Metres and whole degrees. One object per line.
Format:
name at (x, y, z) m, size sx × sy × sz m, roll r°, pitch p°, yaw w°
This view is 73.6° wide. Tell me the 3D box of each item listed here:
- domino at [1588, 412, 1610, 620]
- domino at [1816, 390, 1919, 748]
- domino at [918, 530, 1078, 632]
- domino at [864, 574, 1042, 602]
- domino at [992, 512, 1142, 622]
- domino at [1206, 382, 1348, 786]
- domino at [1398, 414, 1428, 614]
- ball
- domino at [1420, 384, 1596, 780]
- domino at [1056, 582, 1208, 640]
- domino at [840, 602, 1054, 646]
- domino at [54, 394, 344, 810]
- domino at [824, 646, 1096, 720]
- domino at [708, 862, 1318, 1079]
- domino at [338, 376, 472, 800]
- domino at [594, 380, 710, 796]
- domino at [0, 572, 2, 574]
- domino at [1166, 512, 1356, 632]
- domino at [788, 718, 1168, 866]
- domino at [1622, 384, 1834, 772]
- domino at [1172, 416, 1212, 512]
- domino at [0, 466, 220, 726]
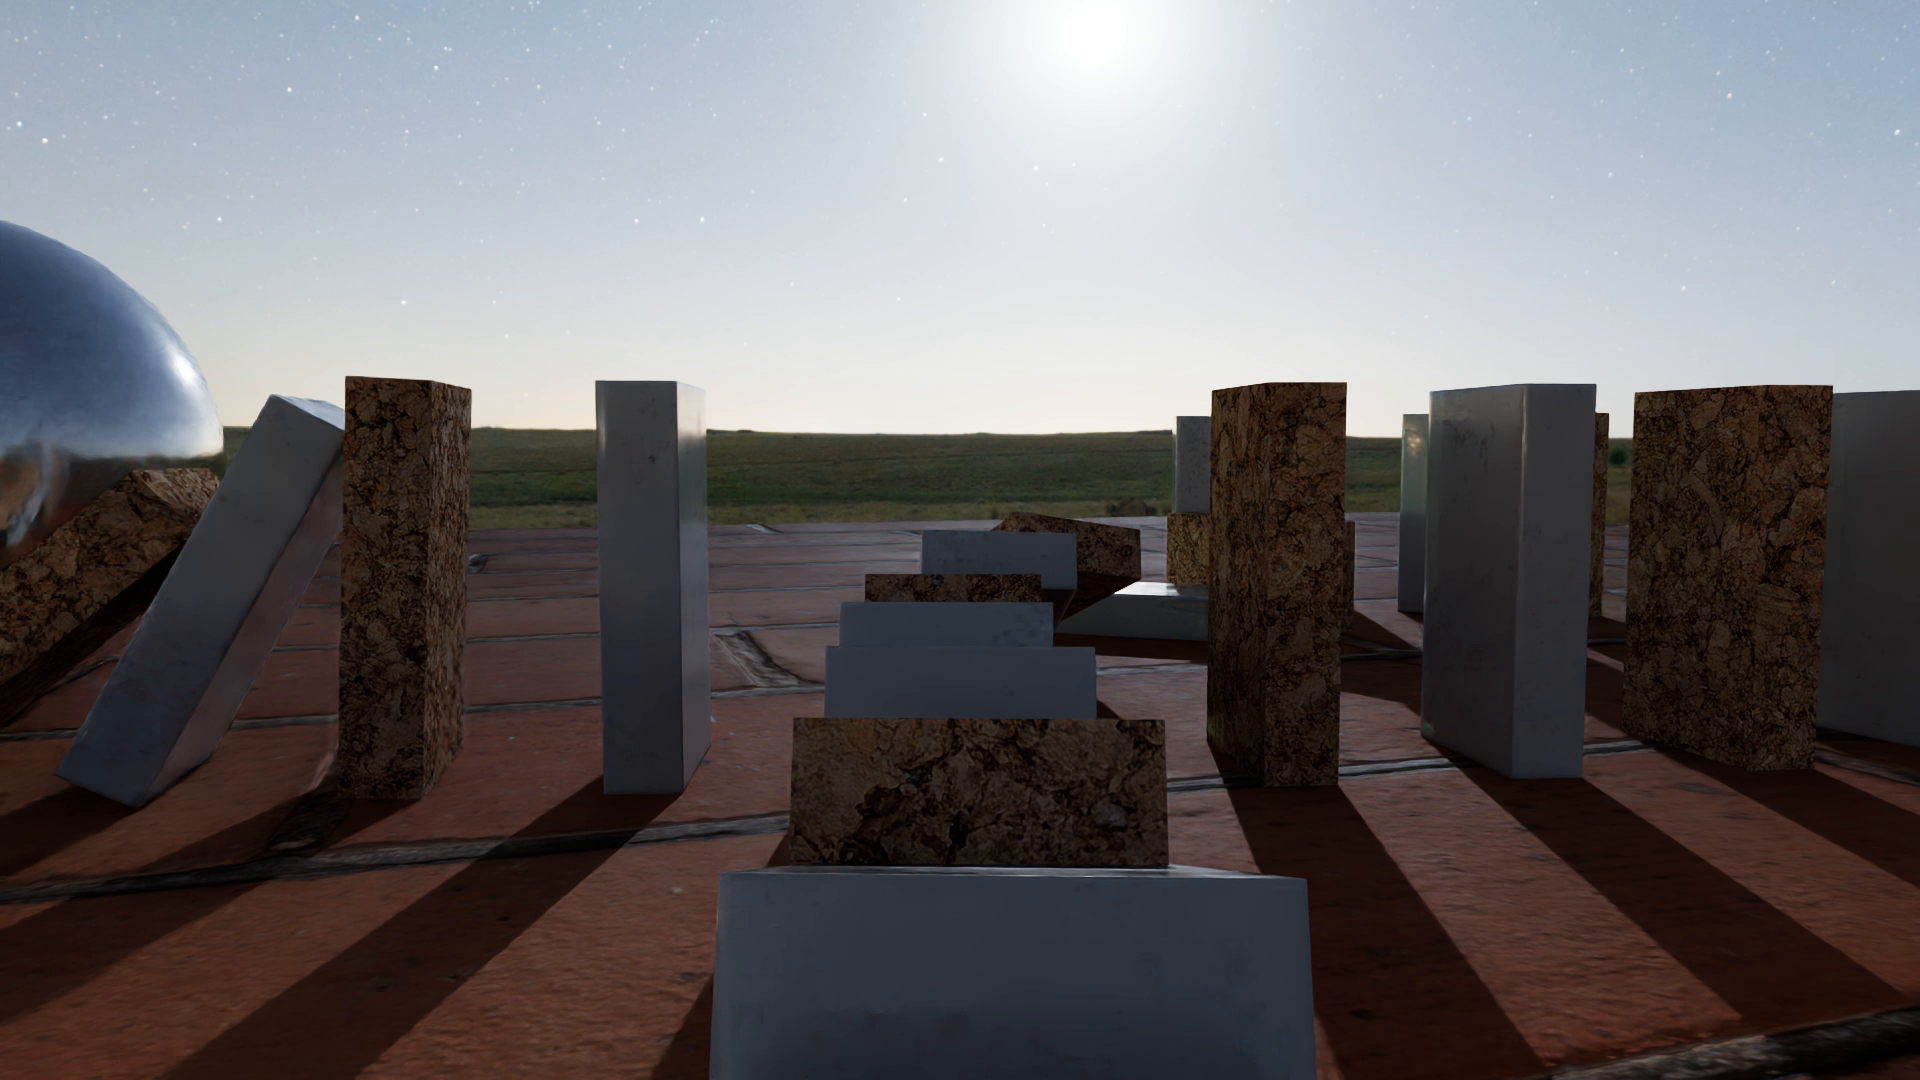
domino at (0.147, -0.006, 0.311) m, size 0.025 × 0.050 × 0.010 m, roll -4°, pitch 6°, yaw -45°
domino at (0.137, 0.004, 0.185) m, size 0.010 × 0.050 × 0.025 m, roll -1°, pitch 5°, yaw -18°
domino at (0.005, 0.011, 0.230) m, size 0.025 × 0.009 × 0.050 m, roll 2°, pitch -18°, yaw -3°
domino at (-0.001, 0.015, 0.206) m, size 0.025 × 0.010 × 0.050 m, roll 0°, pitch -13°, yaw 1°
domino at (0.012, 0.008, 0.252) m, size 0.025 × 0.009 × 0.050 m, roll 8°, pitch -20°, yaw -21°
domino at (0.041, 0.005, 0.170) m, size 0.009 × 0.050 × 0.025 m, roll 0°, pitch 4°, yaw -5°
domino at (0.123, -0.007, 0.332) m, size 0.009 × 0.050 × 0.025 m, roll 3°, pitch 5°, yaw 37°
ball at (-0.165, -0.013, 0.208) m, size 0.080 × 0.080 × 0.080 m, roll 0°, pitch 4°, yaw 0°
domino at (0.073, 0.005, 0.174) m, size 0.010 × 0.050 × 0.025 m, roll 0°, pitch 4°, yaw -6°
domino at (0.045, 0.016, 0.293) m, size 0.050 × 0.010 × 0.025 m, roll 2°, pitch 5°, yaw 20°
domino at (-0.001, 0.018, 0.174) m, size 0.025 × 0.009 × 0.050 m, roll 0°, pitch -13°, yaw 1°
domino at (-0.091, 0.006, 0.161) m, size 0.009 × 0.050 × 0.025 m, roll 29°, pitch -3°, yaw -13°
domino at (0.001, 0.020, 0.142) m, size 0.025 × 0.009 × 0.050 m, roll 0°, pitch -13°, yaw 1°
domino at (0.003, 0.025, 0.078) m, size 0.025 × 0.009 × 0.050 m, roll 0°, pitch -13°, yaw 2°
domino at (-0.070, 0.005, 0.164) m, size 0.010 × 0.050 × 0.025 m, roll 2°, pitch 4°, yaw -11°
domino at (-0.039, 0.005, 0.166) m, size 0.009 × 0.050 × 0.025 m, roll 0°, pitch 4°, yaw -3°
domino at (-0.143, 0.015, 0.152) m, size 0.050 × 0.009 × 0.025 m, roll -34°, pitch 20°, yaw -26°
domino at (0.071, 0.007, 0.309) m, size 0.010 × 0.025 × 0.050 m, roll -3°, pitch 5°, yaw -36°
domino at (0.002, 0.022, 0.110) m, size 0.025 × 0.010 × 0.050 m, roll 0°, pitch -13°, yaw 2°
domino at (0.105, 0.004, 0.178) m, size 0.010 × 0.050 × 0.025 m, roll -1°, pitch 4°, yaw -9°
domino at (0.064, -0.009, 0.357) m, size 0.009 × 0.050 × 0.025 m, roll 1°, pitch 4°, yaw 7°
domino at (-0.114, 0.011, 0.157) m, size 0.050 × 0.010 × 0.025 m, roll -41°, pitch 12°, yaw -7°
